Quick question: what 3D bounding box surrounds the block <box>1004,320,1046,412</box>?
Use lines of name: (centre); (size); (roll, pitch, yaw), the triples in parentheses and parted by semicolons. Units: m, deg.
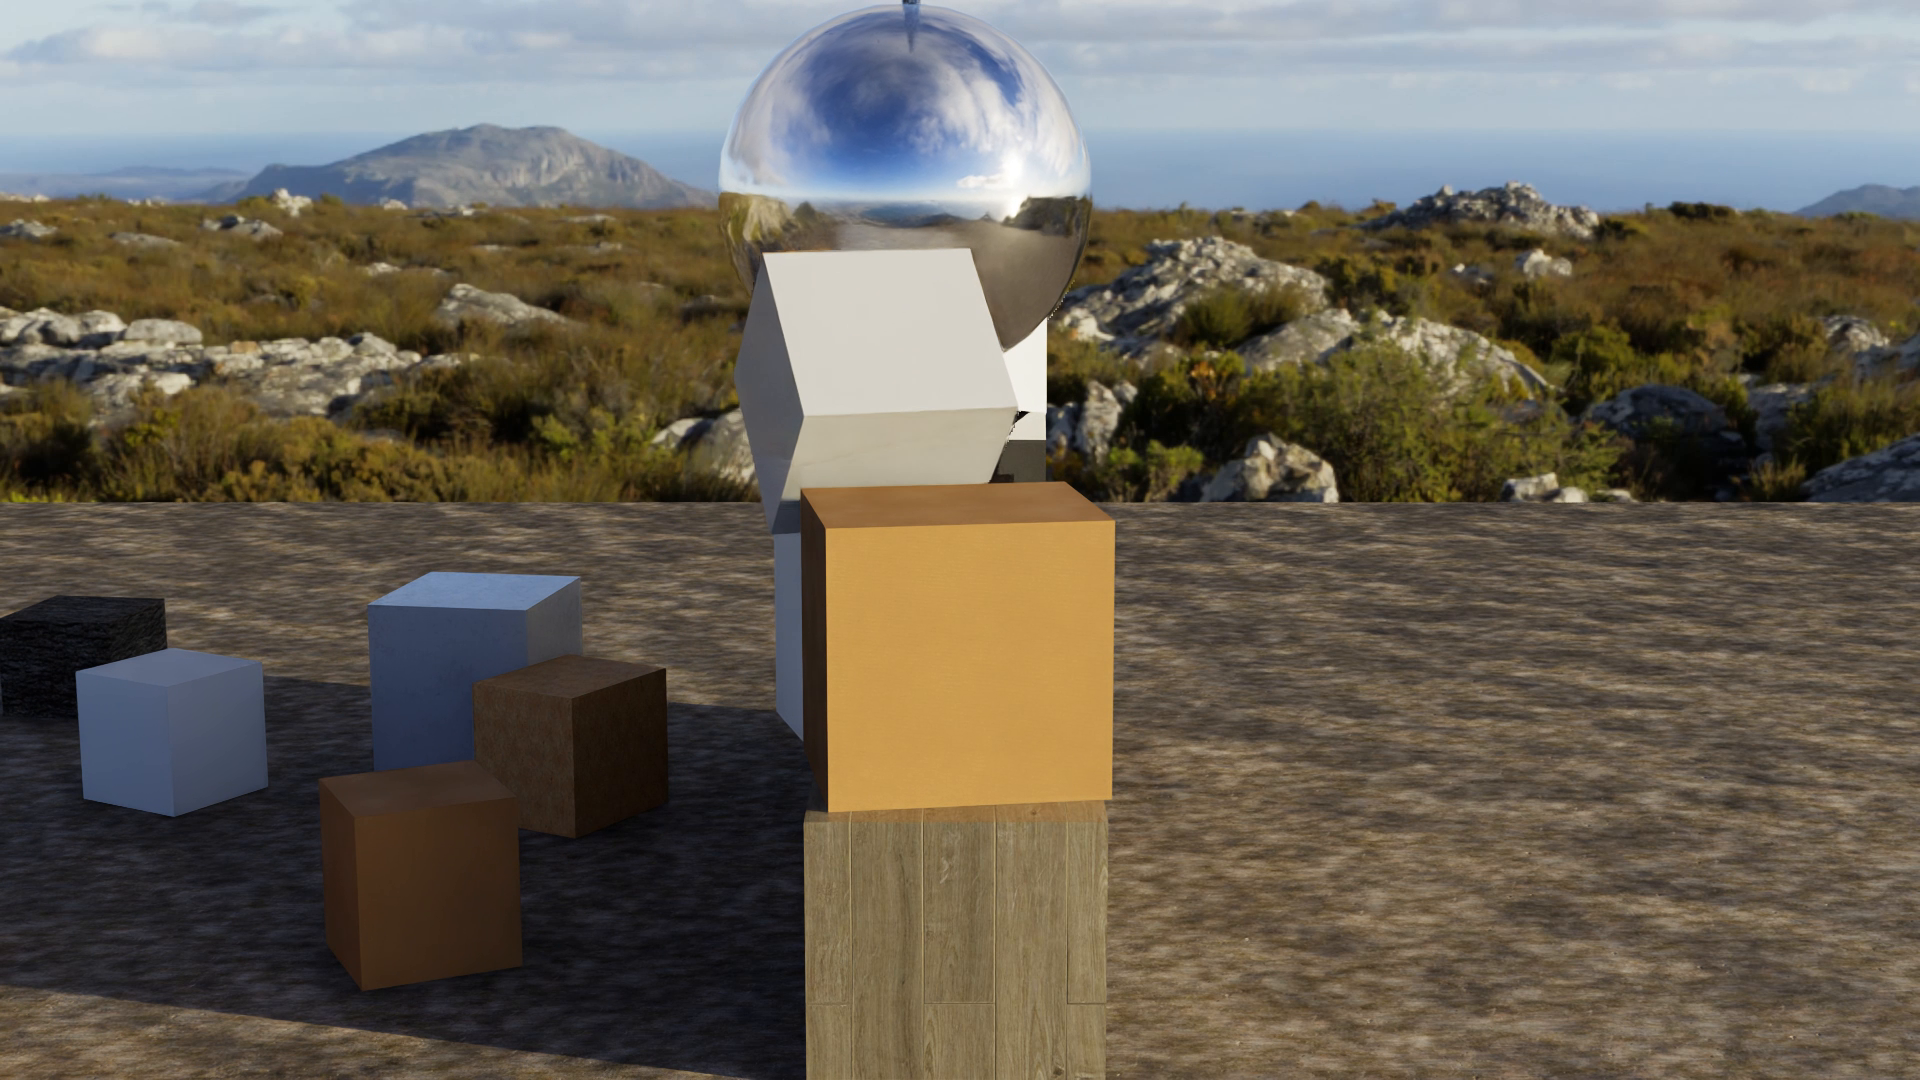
block: (-0.031, -0.947, 12.486); (0.684, 0.643, 0.724); (0, 0, 24)

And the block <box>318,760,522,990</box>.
block: (-2.168, 1.330, 10.296); (0.642, 0.698, 0.618); (-5, 11, -26)

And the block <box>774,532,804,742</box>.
block: (-0.183, 0.346, 10.352); (0.947, 0.879, 0.962); (-3, 11, -16)

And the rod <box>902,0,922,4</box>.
rod: (-0.101, -4.812, 10.305); (0.080, 5.200, 0.080); (2, 10, 0)

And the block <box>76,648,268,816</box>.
block: (-3.876, 0.935, 12.636); (0.627, 0.639, 0.613); (6, 12, 30)

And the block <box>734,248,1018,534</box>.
block: (-0.347, -0.581, 9.981); (0.832, 0.733, 0.794); (-4, 55, -18)

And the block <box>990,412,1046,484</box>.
block: (-0.067, -0.055, 12.108); (0.935, 0.985, 0.961); (0, 10, 2)

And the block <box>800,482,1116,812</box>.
block: (-0.030, 0.364, 9.377); (1.013, 1.006, 0.880); (-2, 10, -9)

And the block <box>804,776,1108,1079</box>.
block: (-0.015, 1.362, 9.388); (1.050, 0.962, 0.941); (0, 10, 0)

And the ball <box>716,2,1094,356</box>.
ball: (-0.233, -1.469, 10.913); (1.600, 1.600, 1.600); (0, 10, 0)

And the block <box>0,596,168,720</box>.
block: (-4.922, 0.655, 14.433); (0.654, 0.547, 0.678); (2, 10, 9)

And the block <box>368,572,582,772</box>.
block: (-2.427, 0.718, 12.969); (0.810, 0.947, 0.857); (2, 10, 9)

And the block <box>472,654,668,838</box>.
block: (-1.863, 0.977, 12.324); (0.598, 0.669, 0.720); (6, 12, 30)
